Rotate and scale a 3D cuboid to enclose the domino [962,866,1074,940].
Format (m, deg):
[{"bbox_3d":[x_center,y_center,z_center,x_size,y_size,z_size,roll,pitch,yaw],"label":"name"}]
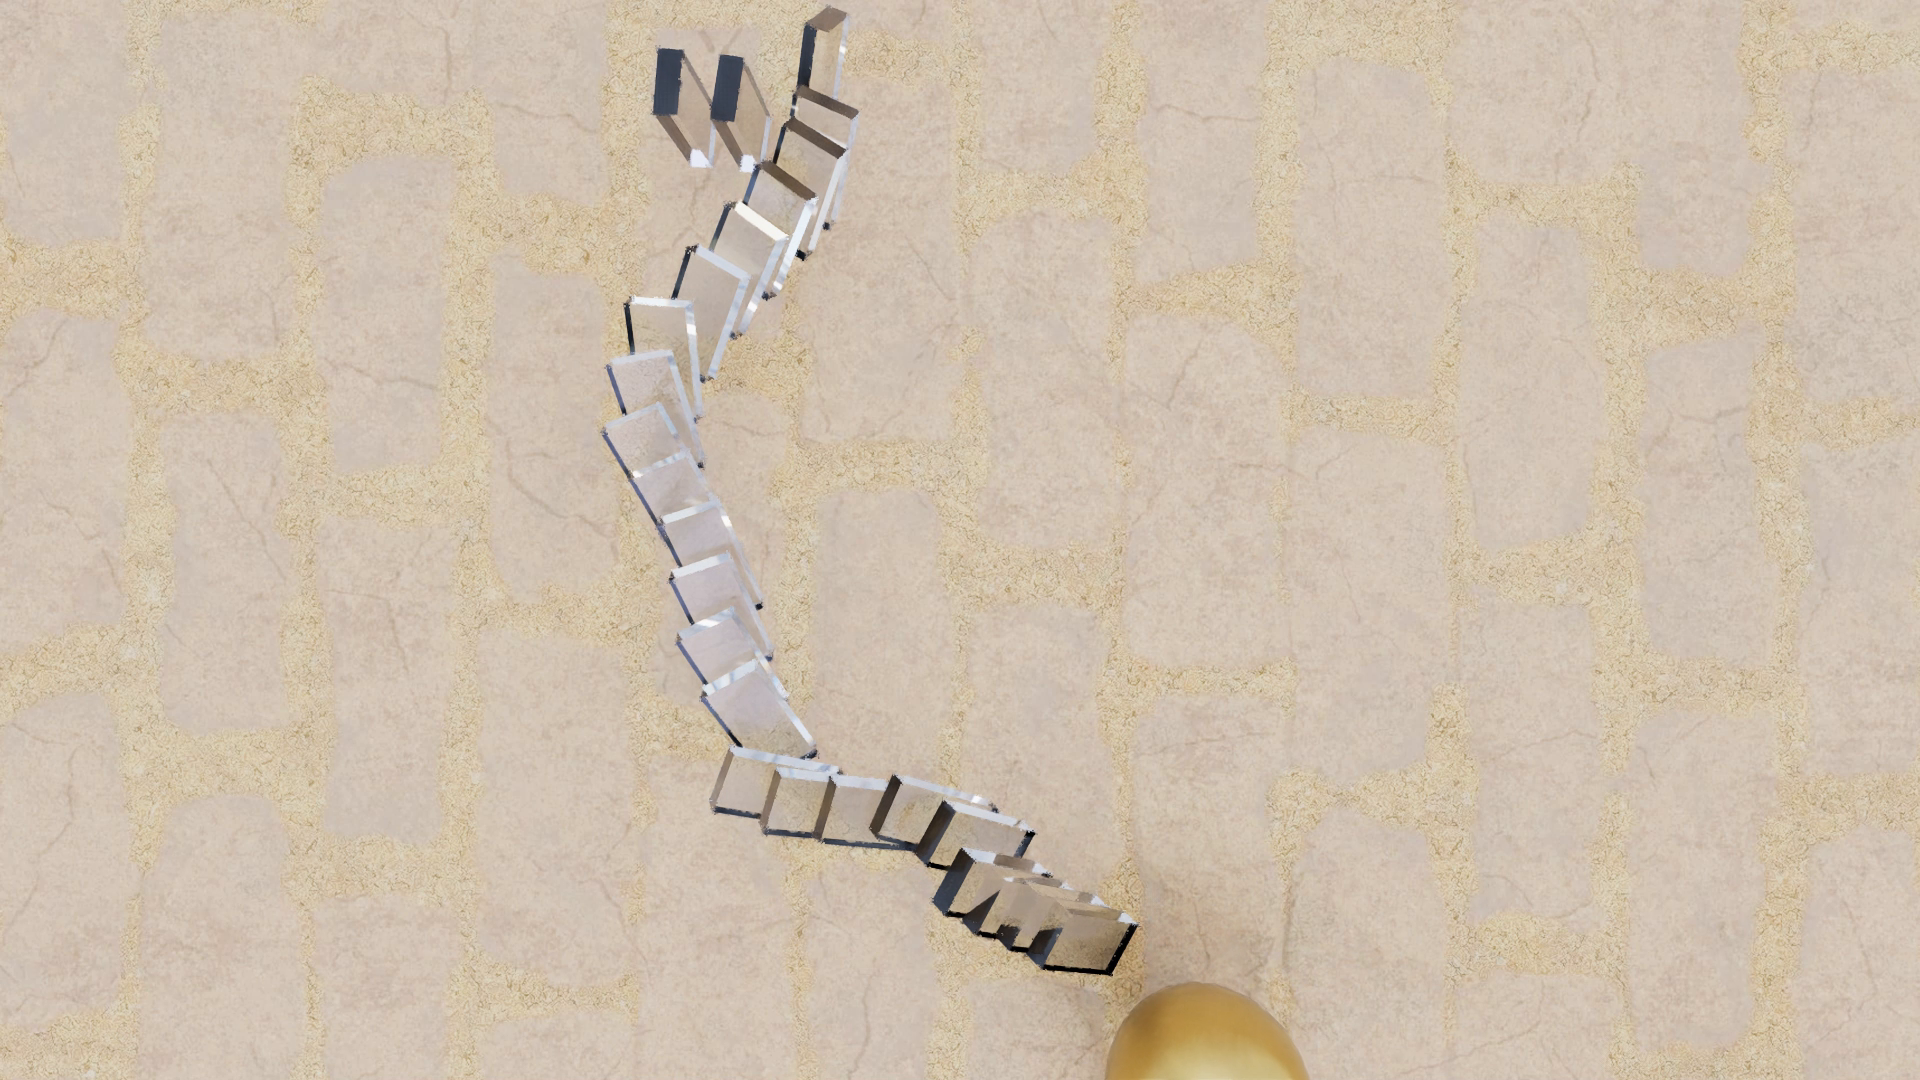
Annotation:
[{"bbox_3d":[0.026,0.152,0.380,0.050,0.010,0.025,29,90,-41],"label":"domino"}]

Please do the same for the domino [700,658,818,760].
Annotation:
[{"bbox_3d":[-0.084,0.077,0.385,0.025,0.009,0.050,-29,115,0],"label":"domino"}]

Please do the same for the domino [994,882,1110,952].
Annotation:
[{"bbox_3d":[0.039,0.158,0.380,0.050,0.010,0.025,29,90,-41],"label":"domino"}]

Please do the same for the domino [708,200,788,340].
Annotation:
[{"bbox_3d":[-0.094,-0.112,0.382,0.025,0.009,0.050,36,124,0],"label":"domino"}]

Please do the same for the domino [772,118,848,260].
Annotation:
[{"bbox_3d":[-0.066,-0.144,0.378,0.025,0.050,0.009,31,46,-3],"label":"domino"}]

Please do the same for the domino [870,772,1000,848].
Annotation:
[{"bbox_3d":[-0.010,0.117,0.384,0.050,0.010,0.025,24,90,-28],"label":"domino"}]

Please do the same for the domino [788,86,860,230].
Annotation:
[{"bbox_3d":[-0.059,-0.156,0.378,0.025,0.050,0.010,23,47,-2],"label":"domino"}]

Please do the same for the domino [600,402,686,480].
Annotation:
[{"bbox_3d":[-0.125,-0.030,0.384,0.025,0.010,0.050,-22,119,1],"label":"domino"}]

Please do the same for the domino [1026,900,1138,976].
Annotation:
[{"bbox_3d":[0.052,0.165,0.380,0.050,0.010,0.025,29,90,-41],"label":"domino"}]

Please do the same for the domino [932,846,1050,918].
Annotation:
[{"bbox_3d":[0.014,0.144,0.380,0.050,0.010,0.025,28,91,-41],"label":"domino"}]

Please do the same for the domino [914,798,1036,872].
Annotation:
[{"bbox_3d":[0.007,0.126,0.380,0.050,0.010,0.025,29,90,-40],"label":"domino"}]

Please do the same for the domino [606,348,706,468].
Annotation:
[{"bbox_3d":[-0.126,-0.053,0.383,0.025,0.009,0.050,-9,119,1],"label":"domino"}]

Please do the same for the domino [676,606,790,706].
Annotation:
[{"bbox_3d":[-0.095,0.055,0.385,0.025,0.010,0.050,-25,116,0],"label":"domino"}]

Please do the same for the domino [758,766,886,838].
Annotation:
[{"bbox_3d":[-0.056,0.111,0.383,0.050,0.010,0.025,15,95,-27],"label":"domino"}]

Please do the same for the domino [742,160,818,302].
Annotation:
[{"bbox_3d":[-0.080,-0.128,0.380,0.025,0.009,0.050,36,130,0],"label":"domino"}]

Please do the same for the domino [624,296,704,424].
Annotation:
[{"bbox_3d":[-0.123,-0.075,0.383,0.025,0.010,0.050,4,120,1],"label":"domino"}]

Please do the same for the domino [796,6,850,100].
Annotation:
[{"bbox_3d":[-0.057,-0.186,0.373,0.009,0.050,0.025,22,47,0],"label":"domino"}]

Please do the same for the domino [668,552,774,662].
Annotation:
[{"bbox_3d":[-0.099,0.032,0.385,0.025,0.009,0.050,-18,116,0],"label":"domino"}]

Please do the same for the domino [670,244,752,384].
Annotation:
[{"bbox_3d":[-0.108,-0.094,0.383,0.025,0.009,0.050,30,120,0],"label":"domino"}]

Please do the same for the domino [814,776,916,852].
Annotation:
[{"bbox_3d":[-0.033,0.115,0.384,0.050,0.009,0.025,15,93,-27],"label":"domino"}]

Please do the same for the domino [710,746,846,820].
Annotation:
[{"bbox_3d":[-0.076,0.104,0.383,0.050,0.009,0.025,19,95,-27],"label":"domino"}]

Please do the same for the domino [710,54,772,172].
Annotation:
[{"bbox_3d":[-0.089,-0.173,0.375,0.009,0.050,0.025,9,90,0],"label":"domino"}]

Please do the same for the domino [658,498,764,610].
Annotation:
[{"bbox_3d":[-0.103,0.010,0.385,0.025,0.010,0.050,-18,117,0],"label":"domino"}]

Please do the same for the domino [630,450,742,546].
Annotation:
[{"bbox_3d":[-0.114,-0.010,0.384,0.025,0.009,0.050,-22,117,1],"label":"domino"}]

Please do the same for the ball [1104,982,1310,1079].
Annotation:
[{"bbox_3d":[0.097,0.218,0.360,0.080,0.080,0.080,0,90,0],"label":"ball"}]

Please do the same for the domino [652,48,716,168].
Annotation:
[{"bbox_3d":[-0.112,-0.175,0.375,0.010,0.050,0.025,5,90,0],"label":"domino"}]
